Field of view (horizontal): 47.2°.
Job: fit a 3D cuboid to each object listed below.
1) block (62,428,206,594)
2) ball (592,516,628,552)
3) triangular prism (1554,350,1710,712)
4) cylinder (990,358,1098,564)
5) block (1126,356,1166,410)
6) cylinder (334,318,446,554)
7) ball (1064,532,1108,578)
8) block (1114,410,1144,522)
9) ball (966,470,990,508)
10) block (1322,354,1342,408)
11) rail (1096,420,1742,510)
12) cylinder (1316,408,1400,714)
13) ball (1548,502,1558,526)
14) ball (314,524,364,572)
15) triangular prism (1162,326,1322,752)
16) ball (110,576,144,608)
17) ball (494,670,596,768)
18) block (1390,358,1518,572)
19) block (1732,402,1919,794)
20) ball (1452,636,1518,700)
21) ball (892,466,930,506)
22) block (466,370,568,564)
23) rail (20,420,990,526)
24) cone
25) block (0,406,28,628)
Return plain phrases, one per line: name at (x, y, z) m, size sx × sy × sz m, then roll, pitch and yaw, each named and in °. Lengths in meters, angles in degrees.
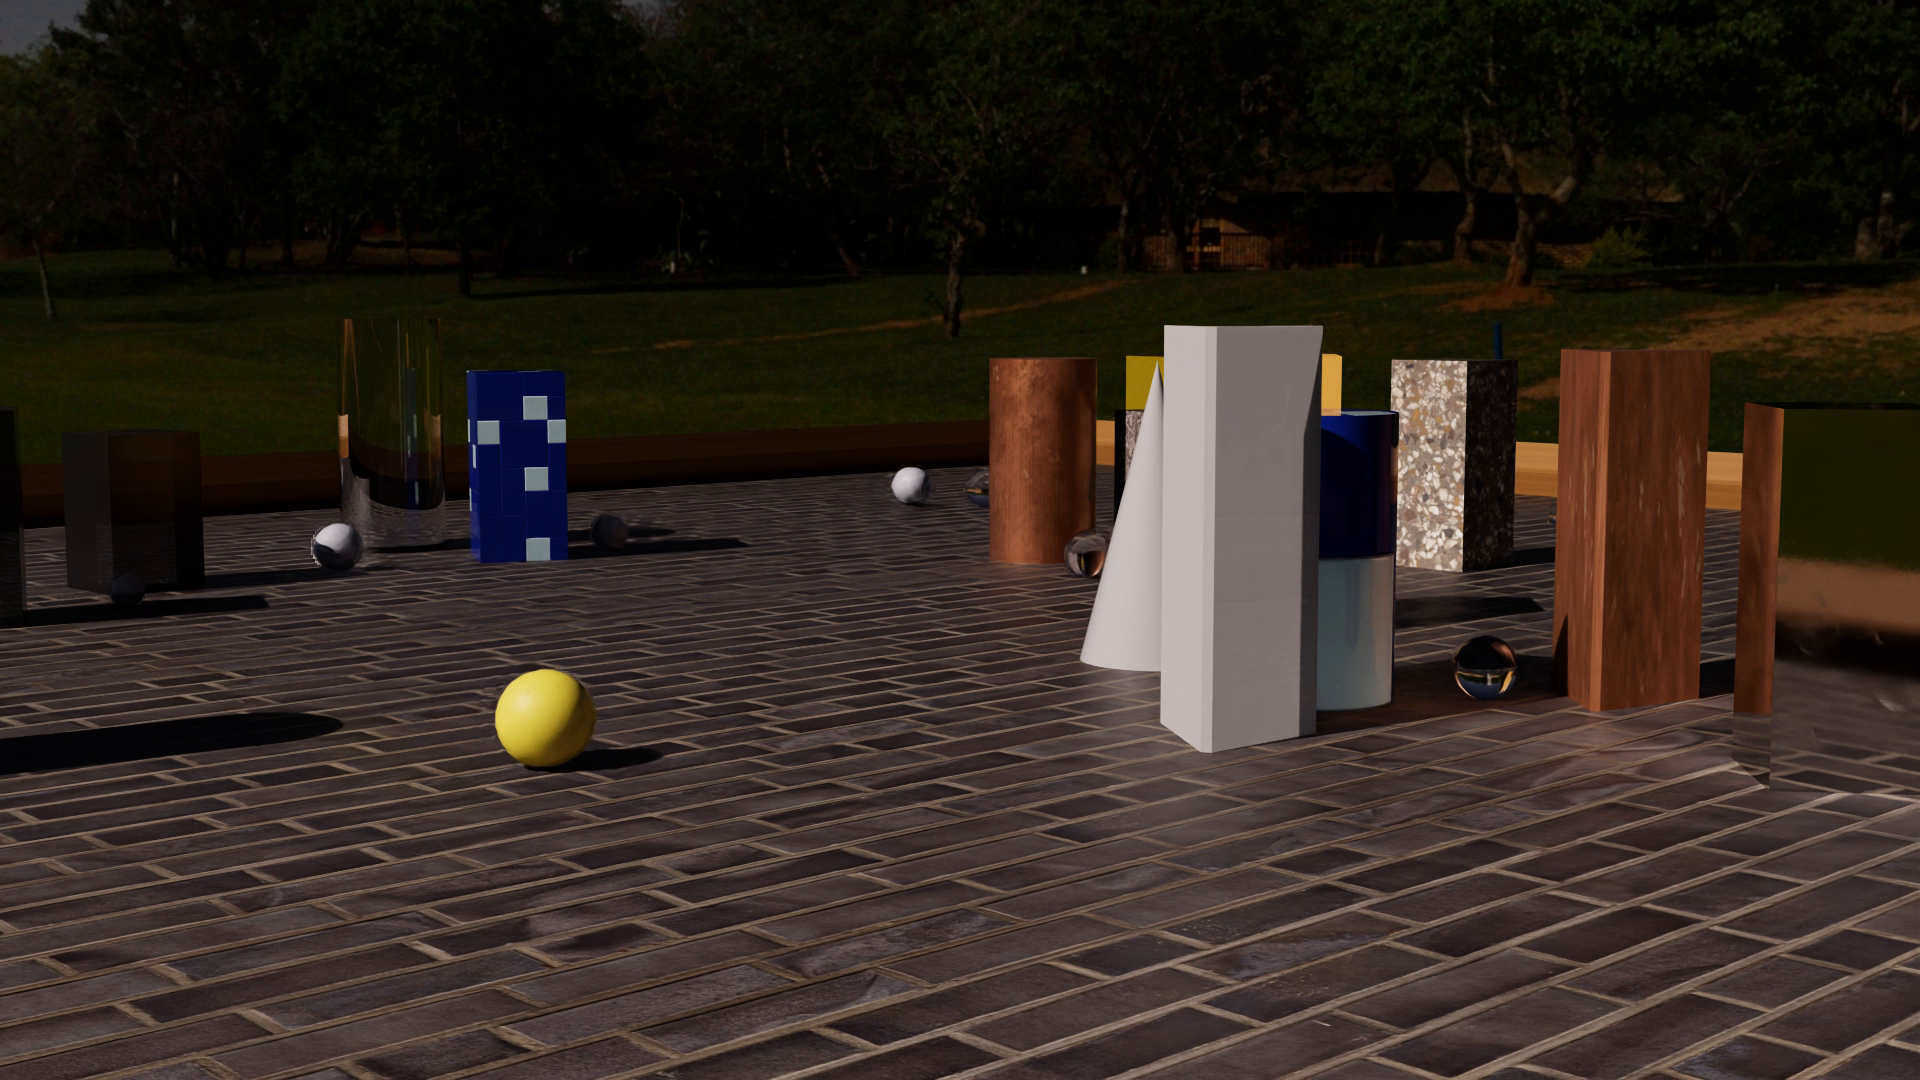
block at (-1.320, -0.048, 3.513) m, size 0.153 × 0.248 × 0.153 m, roll 5°, pitch 8°, yaw 42°
ball at (-0.645, -0.012, 4.048) m, size 0.065 × 0.065 × 0.065 m, roll 0°, pitch 6°, yaw 0°
triangular prism at (0.739, -0.019, 2.521) m, size 0.166 × 0.397 × 0.144 m, roll -3°, pitch 7°, yaw -30°
cylinder at (0.148, -0.146, 3.926) m, size 0.191 × 0.356 × 0.191 m, roll 0°, pitch 6°, yaw 0°
block at (0.442, -0.200, 4.475) m, size 0.153 × 0.348 × 0.153 m, roll -3°, pitch 7°, yaw -26°
cylinder at (-1.056, -0.197, 4.080) m, size 0.191 × 0.425 × 0.191 m, roll 0°, pitch 6°, yaw 0°
ball at (0.210, 0.024, 3.648) m, size 0.077 × 0.077 × 0.077 m, roll 0°, pitch 6°, yaw 0°
block at (0.382, -0.099, 3.922) m, size 0.153 × 0.263 × 0.153 m, roll -3°, pitch 7°, yaw -30°
ball at (0.057, -0.116, 4.935) m, size 0.085 × 0.085 × 0.085 m, roll 0°, pitch 6°, yaw 0°
block at (0.445, -0.066, 3.058) m, size 0.153 × 0.380 × 0.153 m, roll 1°, pitch 6°, yaw 6°
rail at (1.682, -0.130, 4.875) m, size 0.045 × 0.124 × 4.322 m, roll -6°, pitch 8°, yaw -42°
cylinder at (0.400, 0.018, 2.505) m, size 0.191 × 0.328 × 0.191 m, roll 0°, pitch 6°, yaw 0°
ball at (1.227, -0.052, 4.483) m, size 0.053 × 0.053 × 0.053 m, roll 0°, pitch 6°, yaw 0°
ball at (-1.056, 0.012, 3.737) m, size 0.081 × 0.081 × 0.081 m, roll 0°, pitch 6°, yaw 0°
triangular prism at (0.265, -0.009, 2.296) m, size 0.166 × 0.426 × 0.144 m, roll -5°, pitch 8°, yaw -40°
ball at (-1.246, 0.077, 3.290) m, size 0.047 × 0.047 × 0.047 m, roll 0°, pitch 6°, yaw 0°
ball at (-0.403, 0.174, 2.138) m, size 0.096 × 0.096 × 0.096 m, roll 0°, pitch 6°, yaw 0°
block at (0.854, -0.134, 3.814) m, size 0.153 × 0.356 × 0.153 m, roll -6°, pitch 8°, yaw -43°
block at (0.834, 0.050, 2.083) m, size 0.153 × 0.353 × 0.153 m, roll 1°, pitch 6°, yaw 7°
ball at (0.600, 0.145, 2.511) m, size 0.074 × 0.074 × 0.074 m, roll 0°, pitch 6°, yaw 0°
ball at (-0.110, -0.123, 4.984) m, size 0.089 × 0.089 × 0.089 m, roll 0°, pitch 6°, yaw 0°
block at (-0.793, -0.135, 3.935) m, size 0.153 × 0.333 × 0.153 m, roll -2°, pitch 6°, yaw -19°
rail at (-1.449, -0.132, 4.894) m, size 4.624 × 0.124 × 0.045 m, roll -6°, pitch 8°, yaw -42°
cone at (0.248, -0.037, 2.783) m, size 0.191 × 0.380 × 0.191 m, roll 0°, pitch 6°, yaw 0°
block at (-1.410, -0.033, 3.107) m, size 0.153 × 0.304 × 0.153 m, roll -2°, pitch 6°, yaw -21°
